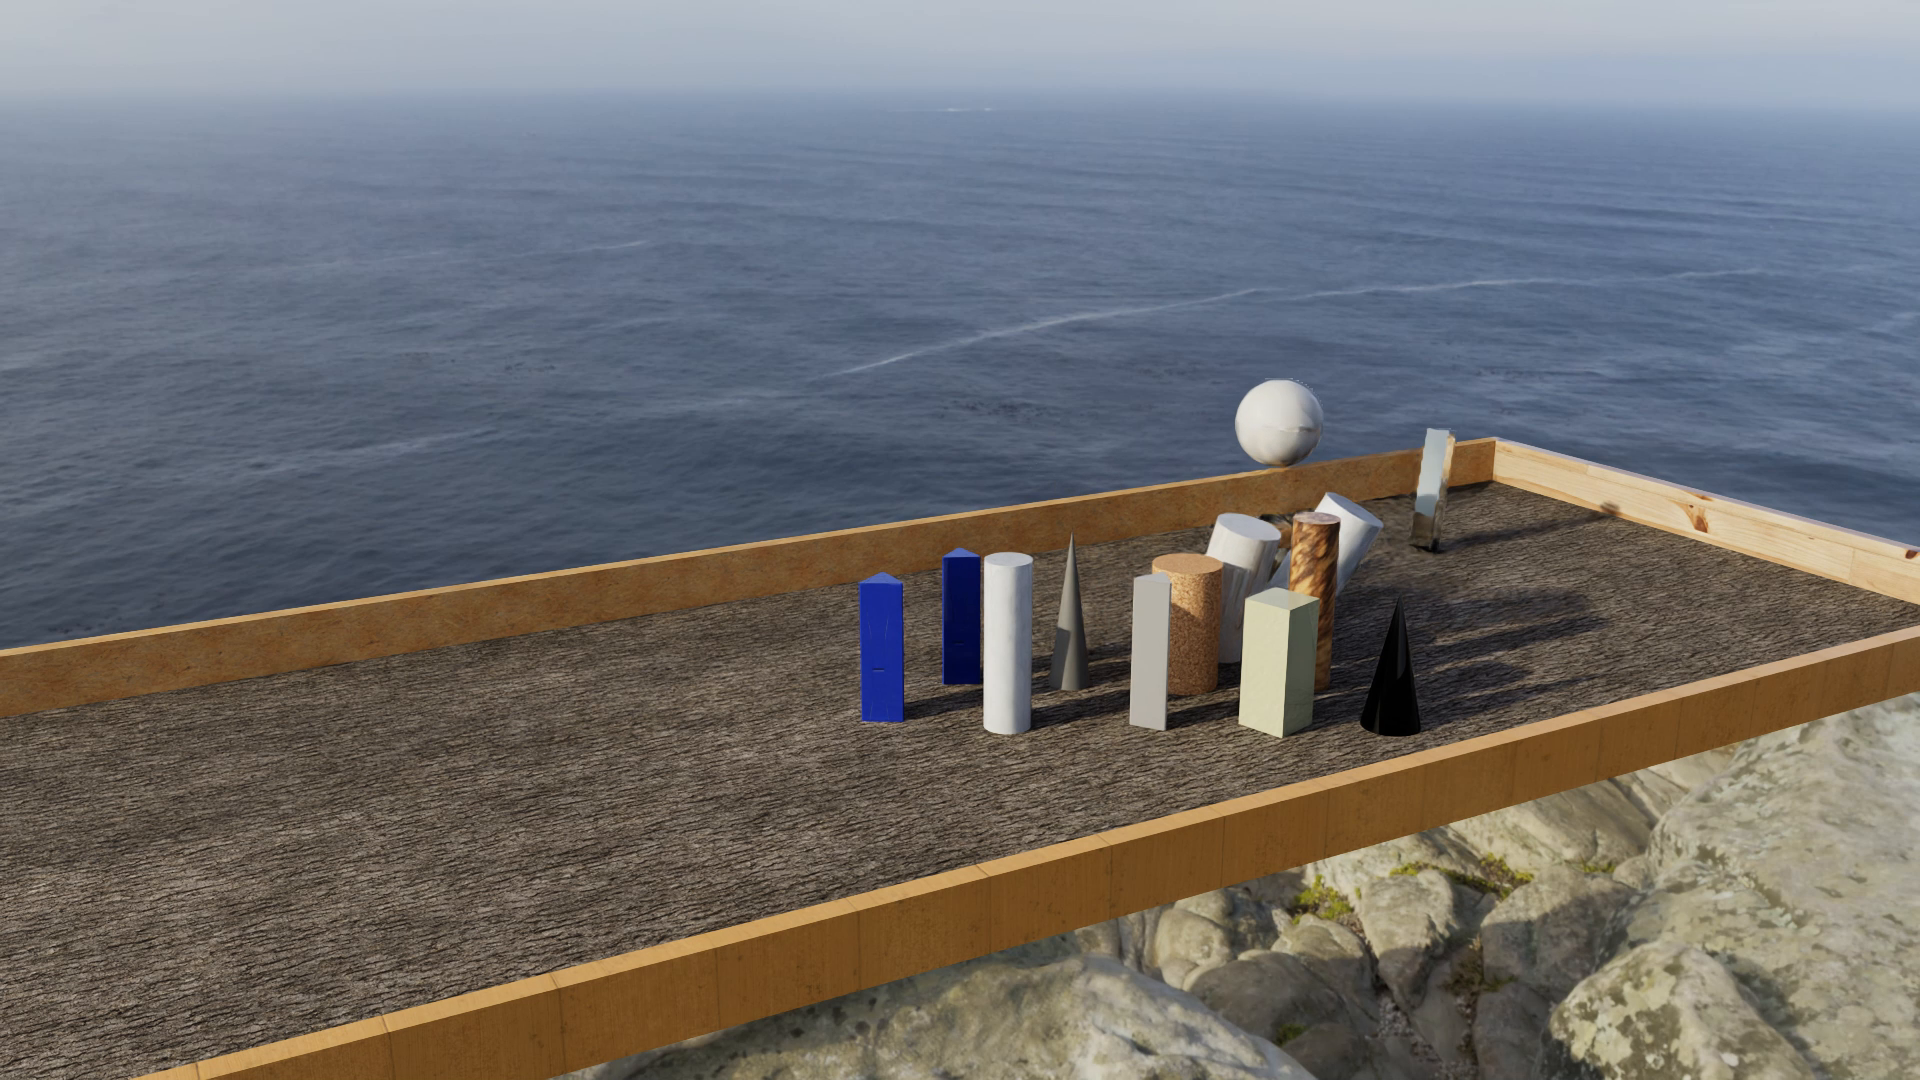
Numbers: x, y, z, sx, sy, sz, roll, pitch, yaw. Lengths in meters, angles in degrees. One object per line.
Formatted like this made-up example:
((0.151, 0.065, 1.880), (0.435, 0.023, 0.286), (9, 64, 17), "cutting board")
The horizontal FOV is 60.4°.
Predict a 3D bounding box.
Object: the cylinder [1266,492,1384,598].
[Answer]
((0.923, 0.086, 4.302), (0.168, 0.397, 0.168), (26, 18, -9), "cylinder")

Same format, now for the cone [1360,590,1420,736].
((1.011, 0.275, 3.828), (0.140, 0.334, 0.140), (0, 16, 0), "cone")

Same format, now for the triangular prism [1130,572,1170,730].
((0.456, 0.256, 3.844), (0.089, 0.360, 0.077), (8, 18, 26), "triangular prism")

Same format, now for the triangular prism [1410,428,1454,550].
((1.485, -0.161, 5.210), (0.077, 0.376, 0.089), (10, 6, 30), "triangular prism")

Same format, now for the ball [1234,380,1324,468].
((1.096, -0.400, 5.662), (0.300, 0.300, 0.300), (0, 16, 0), "ball")

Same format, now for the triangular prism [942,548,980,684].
((0.001, 0.190, 4.119), (0.092, 0.333, 0.080), (-1, 16, -4), "triangular prism")

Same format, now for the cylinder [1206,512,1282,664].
((0.698, 0.124, 4.260), (0.168, 0.350, 0.168), (11, 22, -5), "cylinder")

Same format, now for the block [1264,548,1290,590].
((0.871, 0.126, 4.591), (0.309, 0.175, 0.175), (4, 12, 13), "block")

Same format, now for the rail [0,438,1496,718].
((-3.305, 0.497, 3.399), (12.000, 0.150, 0.050), (-9, 18, -27), "rail")

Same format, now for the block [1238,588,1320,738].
((0.742, 0.284, 3.839), (0.122, 0.311, 0.122), (-16, 23, -43), "block")

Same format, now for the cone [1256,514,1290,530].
((0.989, -0.018, 5.278), (0.159, 0.159, 0.405), (3, 6, 11), "cone")

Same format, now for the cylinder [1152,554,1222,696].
((0.559, 0.207, 4.094), (0.172, 0.313, 0.172), (0, 16, 0), "cylinder")

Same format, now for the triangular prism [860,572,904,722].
((-0.181, 0.252, 3.890), (0.099, 0.343, 0.086), (0, 16, 1), "triangular prism")

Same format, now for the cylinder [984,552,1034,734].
((0.111, 0.239, 3.819), (0.112, 0.407, 0.112), (0, 16, 0), "cylinder")

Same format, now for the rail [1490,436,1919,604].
((2.466, -0.048, 5.253), (0.050, 0.150, 2.100), (-9, 18, -27), "rail")

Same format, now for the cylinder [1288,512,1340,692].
((0.867, 0.154, 4.067), (0.113, 0.431, 0.113), (0, 16, 0), "cylinder")

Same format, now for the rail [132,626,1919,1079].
((-2.336, 1.006, 1.665), (12.000, 0.150, 0.050), (-9, 18, -27), "rail")

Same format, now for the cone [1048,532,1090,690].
((0.274, 0.163, 4.079), (0.105, 0.406, 0.105), (0, 16, 0), "cone")

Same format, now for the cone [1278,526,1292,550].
((0.949, 0.013, 4.909), (0.157, 0.157, 0.434), (14, 31, 39), "cone")
